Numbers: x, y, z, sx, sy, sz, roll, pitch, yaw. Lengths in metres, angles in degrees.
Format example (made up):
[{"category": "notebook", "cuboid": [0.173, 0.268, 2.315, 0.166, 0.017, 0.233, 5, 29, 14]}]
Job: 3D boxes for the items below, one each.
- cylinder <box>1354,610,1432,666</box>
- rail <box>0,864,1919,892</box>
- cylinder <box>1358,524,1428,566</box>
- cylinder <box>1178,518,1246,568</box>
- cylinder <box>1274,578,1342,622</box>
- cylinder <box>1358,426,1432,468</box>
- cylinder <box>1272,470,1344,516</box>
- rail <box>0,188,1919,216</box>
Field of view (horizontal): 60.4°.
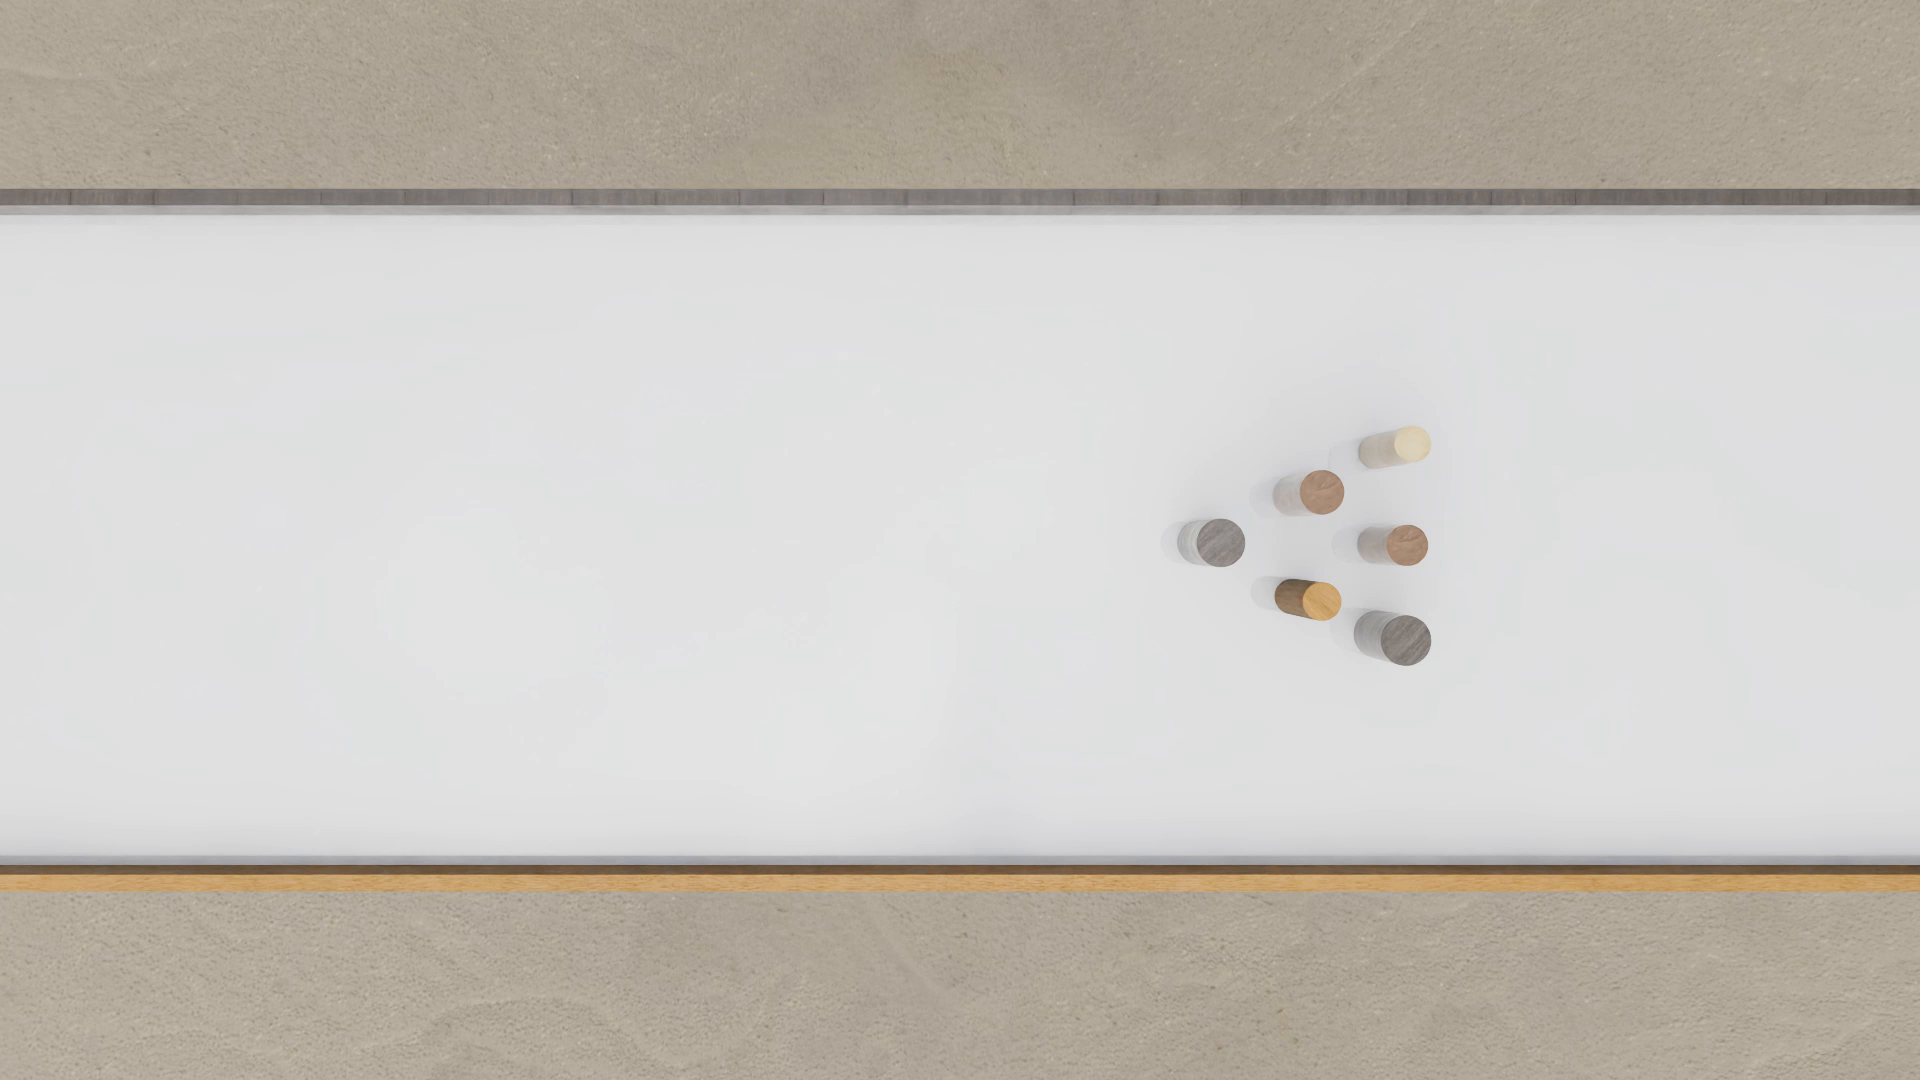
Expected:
[{"category": "cylinder", "cuboid": [1.284, 0.290, 4.912, 0.147, 0.328, 0.147, 0, 90, 0]}, {"category": "rail", "cuboid": [-2.247, 1.025, 5.001, 12.000, 0.150, 0.050, 0, 90, 0]}, {"category": "cylinder", "cuboid": [1.282, 0.015, 4.900, 0.120, 0.352, 0.120, 0, 90, 0]}, {"category": "cylinder", "cuboid": [0.737, 0.008, 4.868, 0.138, 0.418, 0.138, 0, 90, 0]}, {"category": "cylinder", "cuboid": [1.023, 0.174, 4.866, 0.110, 0.420, 0.110, 0, 90, 0]}, {"category": "cylinder", "cuboid": [1.278, -0.271, 4.864, 0.105, 0.424, 0.105, 0, 90, 0]}, {"category": "cylinder", "cuboid": [1.025, -0.135, 4.873, 0.127, 0.408, 0.127, 0, 90, 0]}, {"category": "rail", "cuboid": [-2.247, -1.025, 5.002, 12.000, 0.150, 0.050, 0, 90, 0]}]
